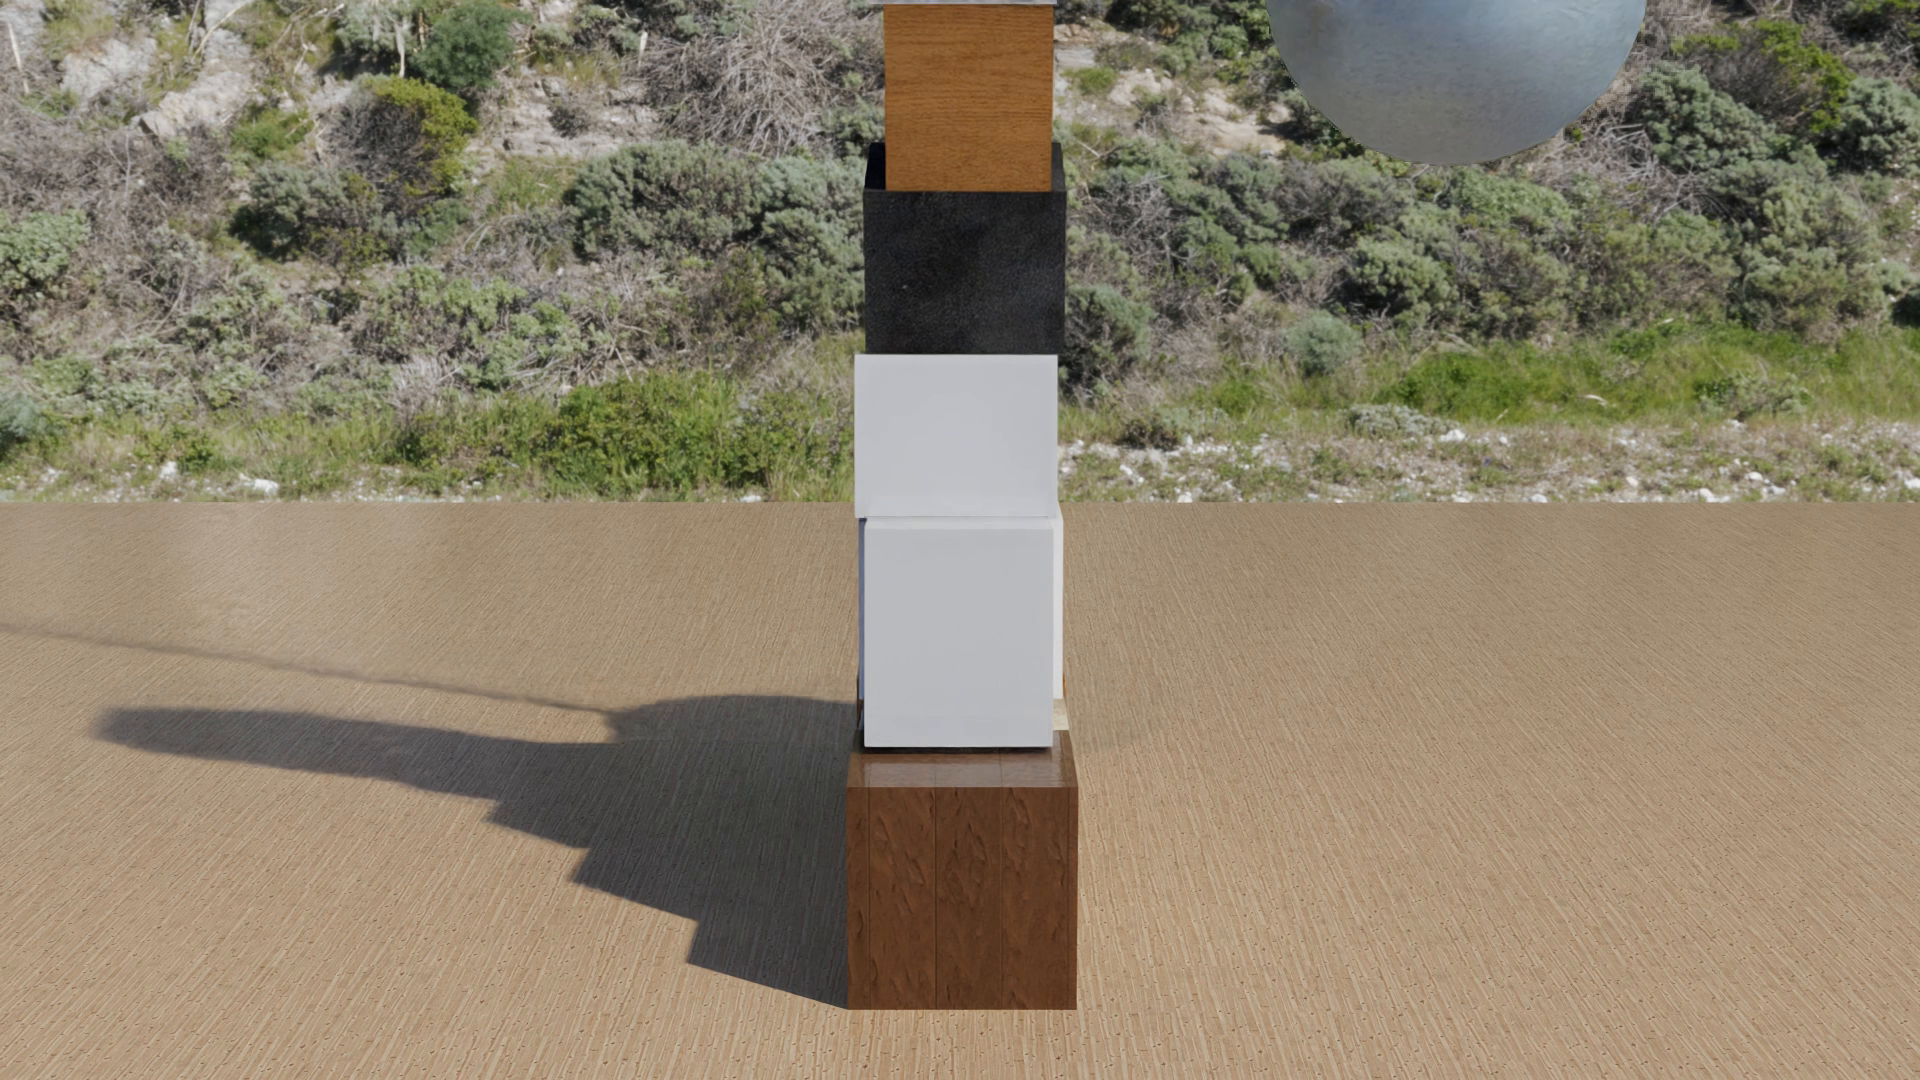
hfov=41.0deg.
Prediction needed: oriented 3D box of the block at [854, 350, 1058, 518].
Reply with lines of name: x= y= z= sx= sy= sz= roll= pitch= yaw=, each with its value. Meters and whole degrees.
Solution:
block: x=-0.026 y=-0.459 z=10.830 sx=0.824 sy=0.662 sz=0.829 roll=0 pitch=5 yaw=-1

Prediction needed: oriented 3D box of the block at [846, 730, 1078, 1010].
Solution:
block: x=0.008 y=1.279 z=10.085 sx=0.870 sy=0.876 sz=0.849 roll=0 pitch=10 yaw=0

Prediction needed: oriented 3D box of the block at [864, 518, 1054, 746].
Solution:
block: x=-0.008 y=0.343 z=10.411 sx=0.736 sy=0.856 sz=0.837 roll=0 pitch=5 yaw=0

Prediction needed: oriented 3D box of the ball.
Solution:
ball: x=2.074 y=-2.380 z=10.748 sx=1.600 sy=1.600 sz=1.600 roll=0 pitch=10 yaw=0

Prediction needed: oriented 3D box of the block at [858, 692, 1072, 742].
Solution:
block: x=0.017 y=1.146 z=10.939 sx=0.871 sy=0.832 sz=0.857 roll=0 pitch=10 yaw=0

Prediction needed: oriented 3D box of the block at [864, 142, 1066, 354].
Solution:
block: x=0.022 y=-1.253 z=10.912 sx=0.826 sy=0.692 sz=0.785 roll=0 pitch=24 yaw=0

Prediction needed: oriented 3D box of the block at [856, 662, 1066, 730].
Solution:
block: x=0.003 y=0.960 z=11.826 sx=0.919 sy=0.879 sz=0.932 roll=0 pitch=10 yaw=0

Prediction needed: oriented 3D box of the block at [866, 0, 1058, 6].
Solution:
block: x=0.018 y=-2.636 z=10.289 sx=0.751 sy=0.810 sz=0.761 roll=1 pitch=25 yaw=1

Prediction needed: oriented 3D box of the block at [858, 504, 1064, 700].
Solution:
block: x=0.000 y=0.229 z=11.246 sx=0.864 sy=0.768 sz=0.783 roll=0 pitch=10 yaw=0

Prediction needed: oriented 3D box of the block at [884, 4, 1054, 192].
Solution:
block: x=0.040 y=-1.919 z=10.609 sx=0.671 sy=0.761 sz=0.740 roll=0 pitch=25 yaw=1
